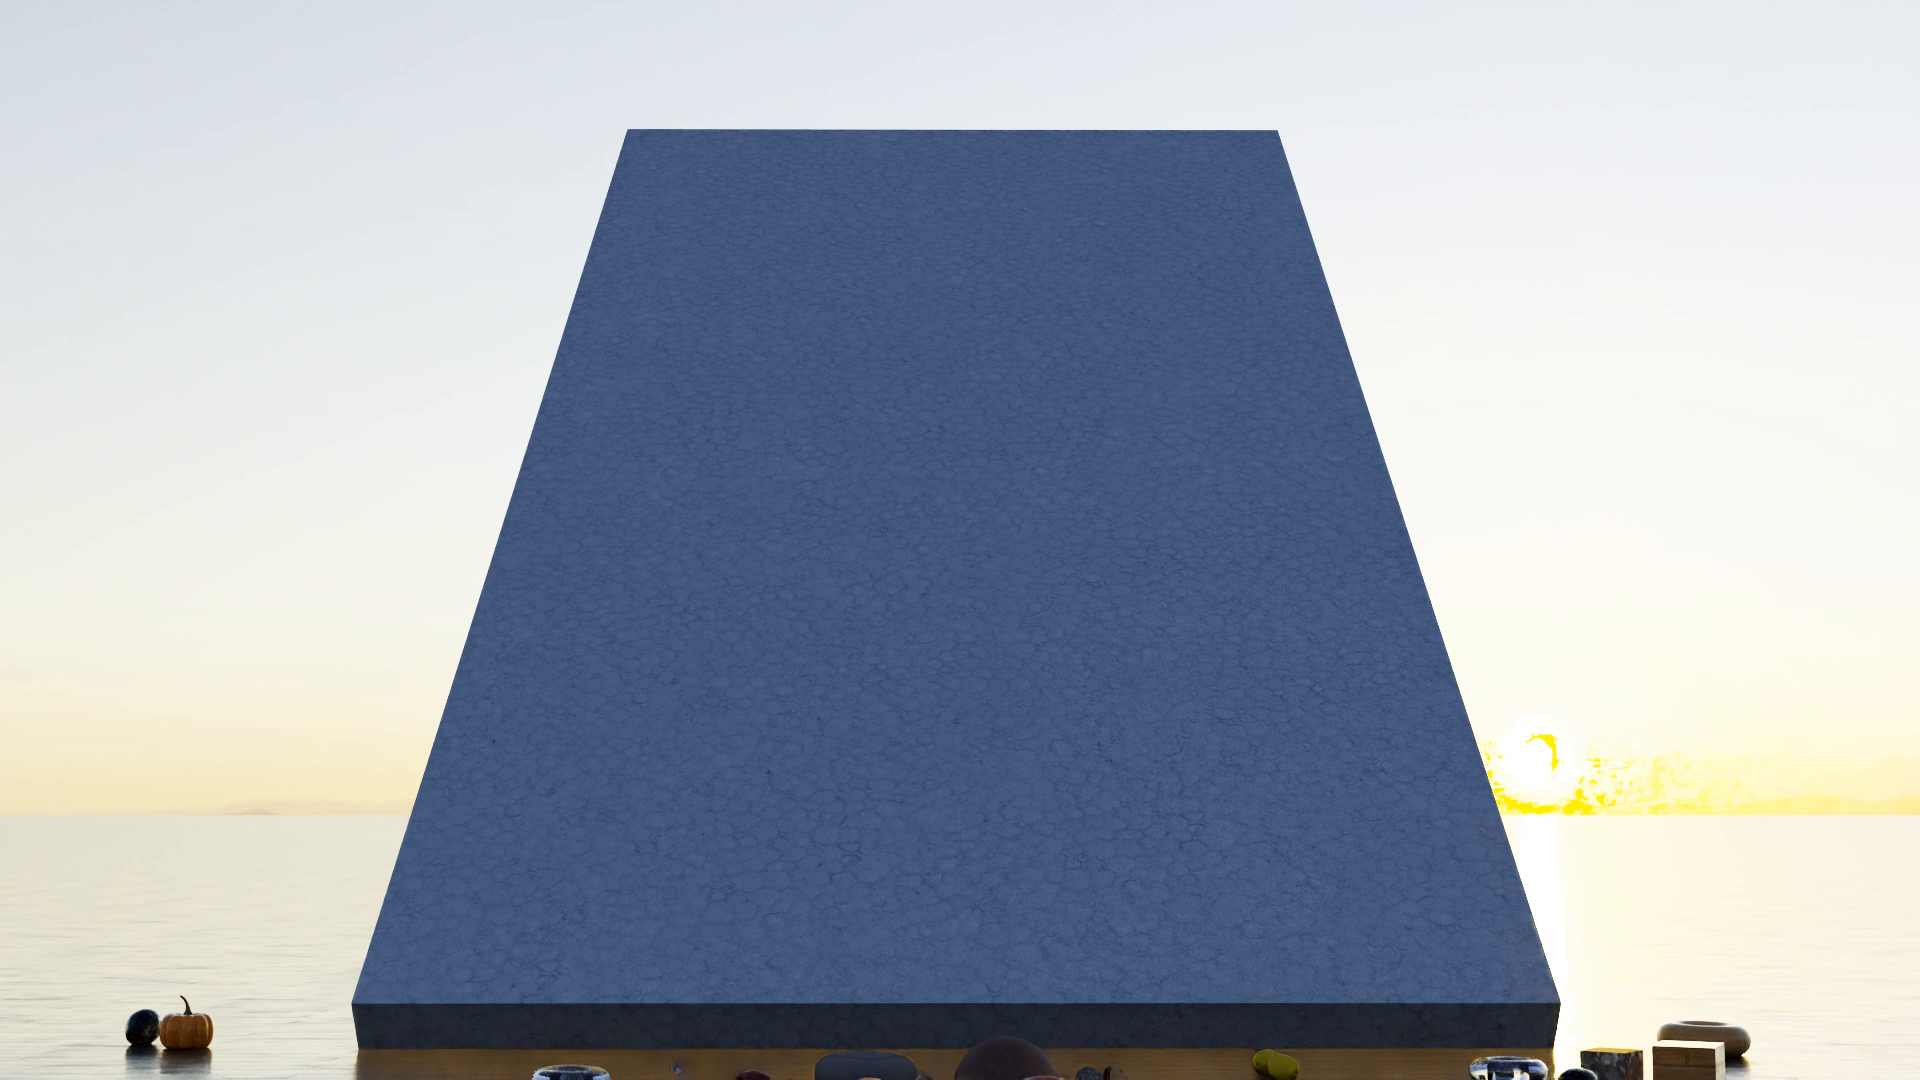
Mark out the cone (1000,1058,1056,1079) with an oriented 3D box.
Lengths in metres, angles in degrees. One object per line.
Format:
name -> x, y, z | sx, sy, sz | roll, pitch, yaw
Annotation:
cone -> 0.105, 0.728, 3.126 | 0.090, 0.090, 0.090 | -4, -34, 32

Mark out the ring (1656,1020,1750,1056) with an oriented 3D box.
ring -> 1.220, 0.818, 3.974 | 0.150, 0.050, 0.150 | 1, -6, 0

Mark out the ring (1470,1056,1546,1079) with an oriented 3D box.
ring -> 0.801, 0.776, 3.539 | 0.111, 0.037, 0.111 | 0, -8, 0

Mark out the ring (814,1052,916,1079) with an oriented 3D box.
ring -> -0.135, 0.762, 3.463 | 0.146, 0.049, 0.146 | 1, -6, 0

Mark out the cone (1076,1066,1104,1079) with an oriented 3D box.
cone -> 0.165, 0.757, 3.314 | 0.055, 0.055, 0.055 | 5, -34, -35

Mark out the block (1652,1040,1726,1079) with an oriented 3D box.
block -> 0.986, 0.724, 3.276 | 0.082, 0.082, 0.082 | -3, -7, 25

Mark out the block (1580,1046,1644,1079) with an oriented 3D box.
block -> 0.906, 0.742, 3.365 | 0.066, 0.066, 0.066 | -5, -8, 37

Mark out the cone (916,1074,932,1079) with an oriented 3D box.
cone -> -0.058, 0.740, 3.168 | 0.058, 0.058, 0.058 | -29, 13, -38

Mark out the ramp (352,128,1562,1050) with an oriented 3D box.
ramp -> -0.014, -0.206, 5.750 | 2.000, 0.100, 4.000 | 0, 30, 0

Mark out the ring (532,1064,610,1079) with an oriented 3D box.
ring -> -0.546, 0.761, 3.404 | 0.112, 0.037, 0.112 | 1, -6, 0
